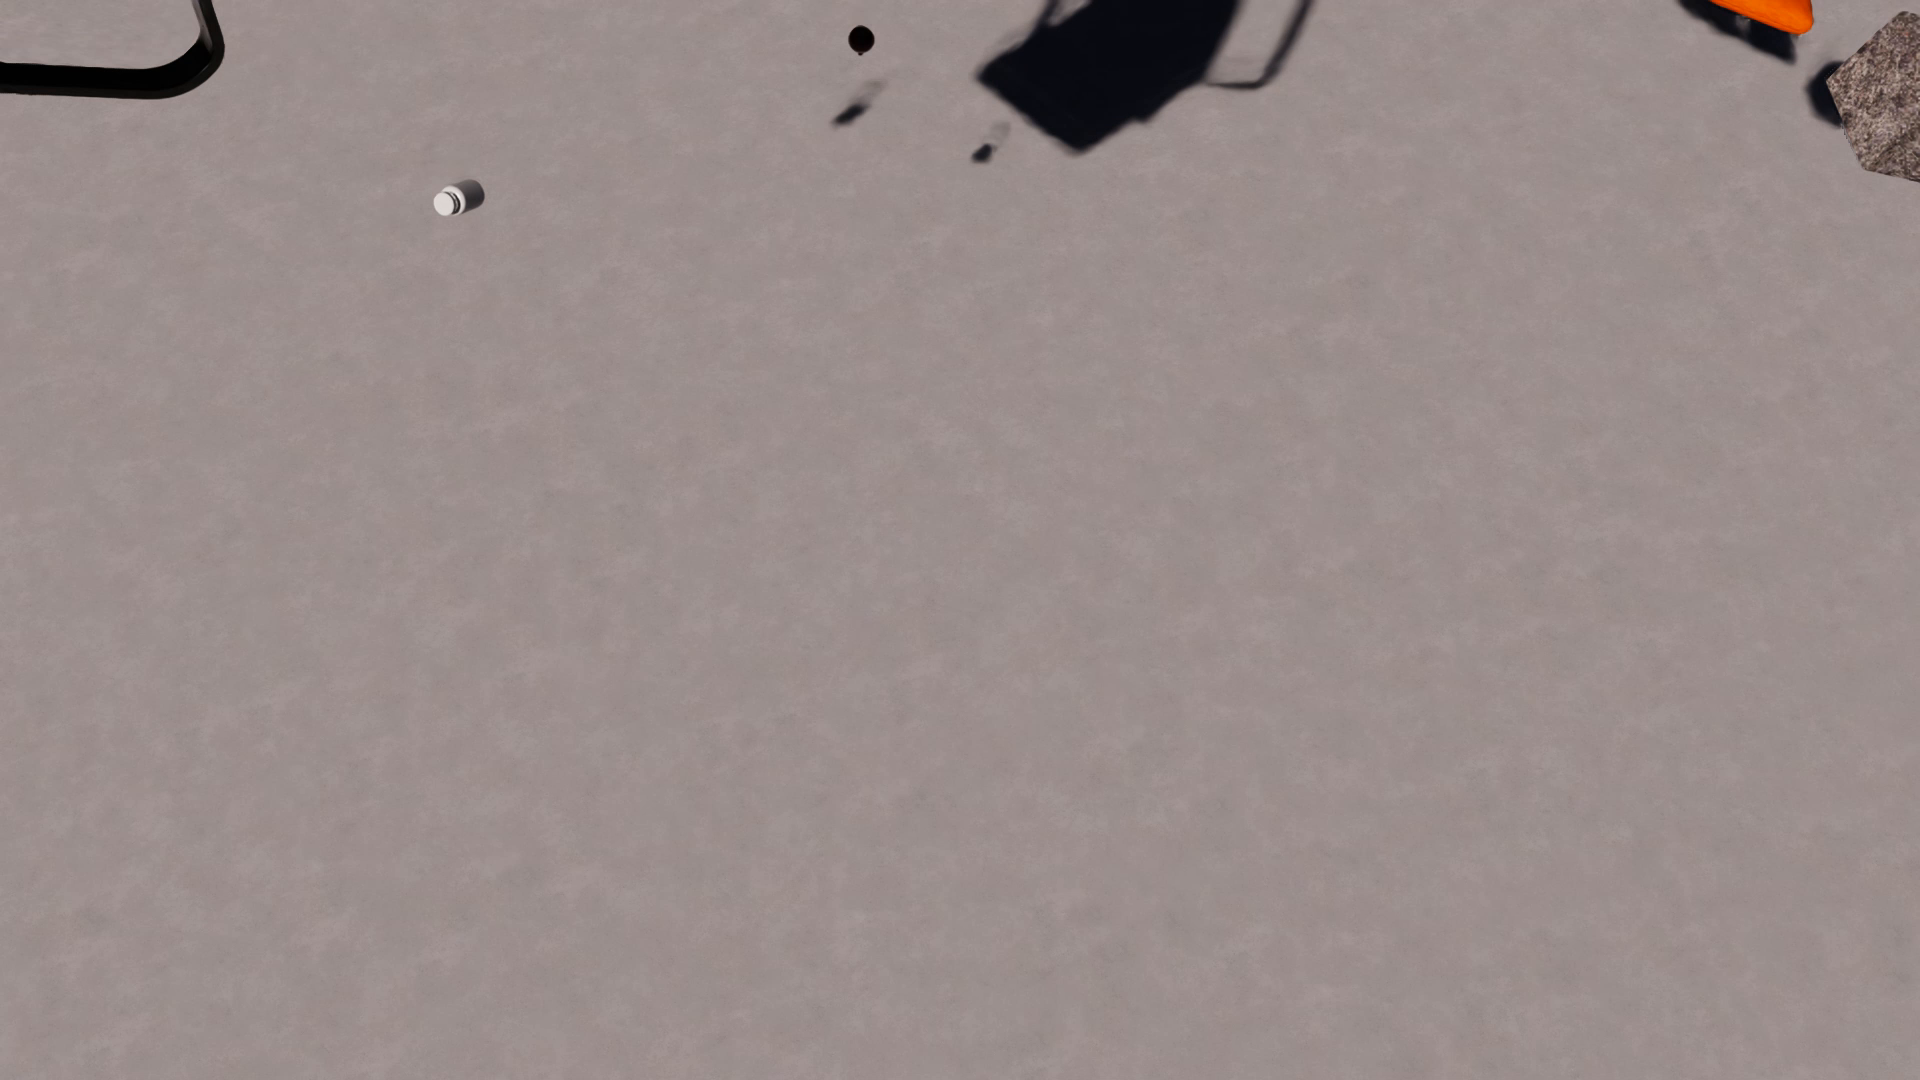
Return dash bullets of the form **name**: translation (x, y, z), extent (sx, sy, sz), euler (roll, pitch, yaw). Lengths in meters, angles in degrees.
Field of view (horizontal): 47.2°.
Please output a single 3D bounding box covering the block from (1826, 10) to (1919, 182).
- **block**: translation (1.384, -0.606, 3.077), extent (0.255, 0.146, 0.162), euler (6, 58, -24)
